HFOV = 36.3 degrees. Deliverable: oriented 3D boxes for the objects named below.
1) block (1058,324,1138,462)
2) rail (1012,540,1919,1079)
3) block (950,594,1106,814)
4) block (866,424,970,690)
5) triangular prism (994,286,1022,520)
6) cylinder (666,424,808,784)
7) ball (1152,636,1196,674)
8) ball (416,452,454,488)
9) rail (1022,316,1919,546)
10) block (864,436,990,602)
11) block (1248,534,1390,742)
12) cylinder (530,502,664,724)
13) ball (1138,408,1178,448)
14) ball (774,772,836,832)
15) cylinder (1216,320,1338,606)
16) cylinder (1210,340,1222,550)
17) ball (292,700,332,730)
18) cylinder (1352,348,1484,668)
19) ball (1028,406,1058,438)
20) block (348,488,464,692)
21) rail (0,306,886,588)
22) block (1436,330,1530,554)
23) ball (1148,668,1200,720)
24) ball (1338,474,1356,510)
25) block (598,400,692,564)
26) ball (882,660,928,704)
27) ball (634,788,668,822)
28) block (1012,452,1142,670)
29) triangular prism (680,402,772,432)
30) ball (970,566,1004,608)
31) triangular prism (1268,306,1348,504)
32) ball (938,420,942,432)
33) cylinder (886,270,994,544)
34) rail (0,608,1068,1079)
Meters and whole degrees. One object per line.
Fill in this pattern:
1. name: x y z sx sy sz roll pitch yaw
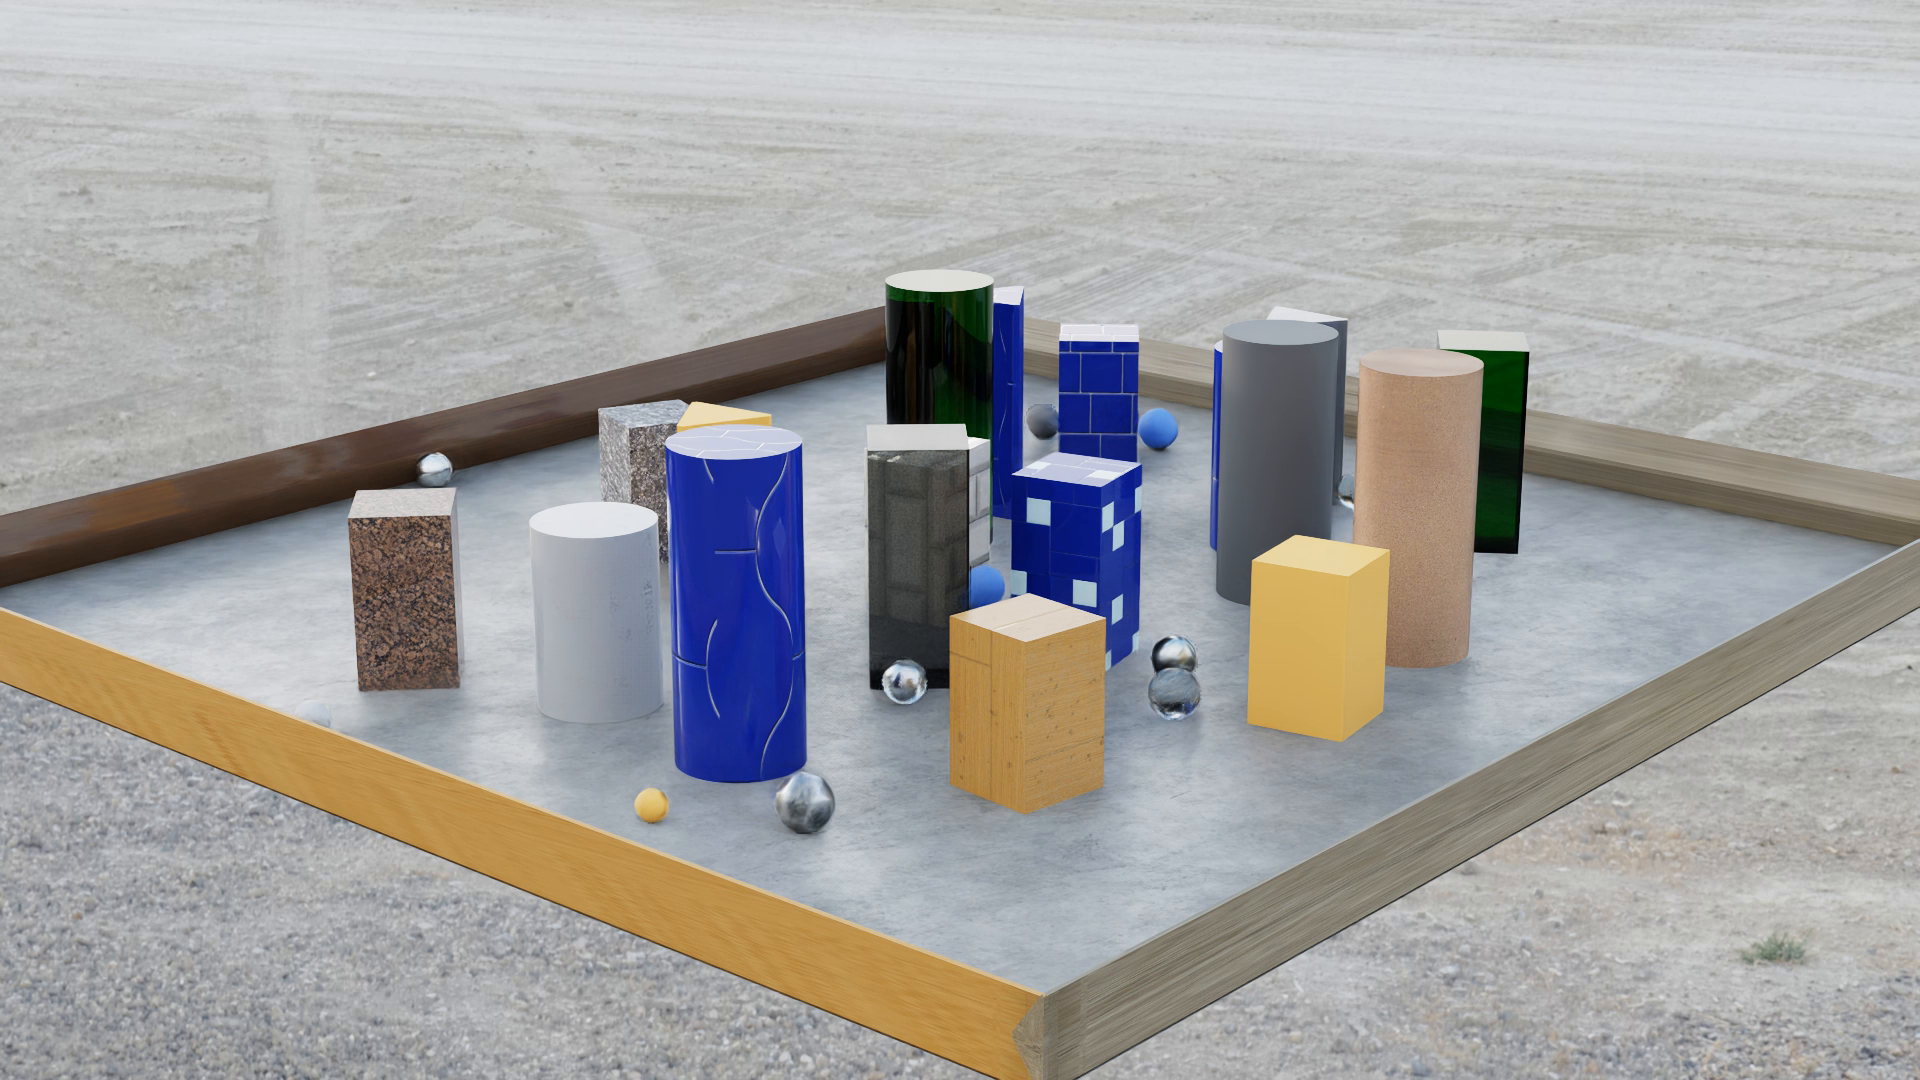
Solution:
1. block: 0.280 -0.288 5.937 0.158 0.271 0.158 1 17 3
2. rail: 0.966 0.274 4.317 0.045 0.128 2.714 14 22 39
3. block: 0.097 0.234 4.230 0.158 0.258 0.158 -15 22 -40
4. block: -0.068 0.026 4.685 0.158 0.394 0.158 -1 17 -2
5. triangular prism: 0.077 -0.270 5.624 0.171 0.417 0.148 11 20 33
6. cylinder: -0.326 0.092 4.299 0.198 0.489 0.198 0 17 0
7. ball: 0.343 0.189 4.699 0.073 0.073 0.073 0 17 0
8. ball: -1.036 -0.137 5.784 0.072 0.072 0.072 0 17 0
9. rail: 0.874 -0.258 6.084 2.606 0.128 0.045 14 22 39
10. block: -0.056 -0.032 5.081 0.158 0.276 0.158 10 19 29
11. block: 0.551 0.149 4.503 0.158 0.263 0.158 10 19 29
12. cylinder: -0.565 0.111 4.566 0.198 0.298 0.198 0 17 0
13. ball: 0.412 -0.231 6.074 0.083 0.083 0.083 0 17 0
14. ball: -0.216 0.365 4.095 0.084 0.084 0.084 0 17 0
15. cylinder: 0.549 -0.134 5.090 0.198 0.465 0.198 0 17 0
16. cylinder: 0.560 -0.170 5.370 0.198 0.374 0.198 0 17 0
17. ball: -0.984 0.271 4.453 0.058 0.058 0.058 0 17 0
18. cylinder: 0.743 -0.053 4.787 0.198 0.486 0.198 0 17 0
19. ball: 0.176 -0.249 6.157 0.070 0.070 0.070 0 17 0
20. block: -0.884 0.078 4.695 0.158 0.287 0.158 -2 17 -6
21. rail: -0.966 -0.210 5.923 0.045 0.128 2.714 14 22 39
22. block: 0.952 -0.182 5.396 0.158 0.380 0.158 2 17 7
23. ball: 0.330 0.237 4.524 0.082 0.082 0.082 0 17 0
24. ball: 0.763 -0.093 5.641 0.070 0.070 0.070 0 17 0
25. block: -0.554 -0.105 5.354 0.158 0.259 0.158 -8 19 -26
26. ball: -0.086 0.222 4.594 0.070 0.070 0.070 0 17 0
27. ball: -0.435 0.373 4.132 0.047 0.047 0.047 0 17 0
28. block: 0.190 0.037 4.780 0.158 0.317 0.158 9 19 26
29. triangular prism: -0.437 -0.076 5.163 0.171 0.312 0.148 -8 19 -25
30. ball: 0.039 0.084 5.044 0.076 0.076 0.076 0 17 0
31. triangular prism: 0.636 -0.258 5.675 0.171 0.366 0.148 -5 17 -16
32. ball: -0.011 -0.229 6.089 0.071 0.071 0.071 0 17 0
33. cylinder: -0.037 -0.236 5.385 0.198 0.491 0.198 0 17 0
34. rail: -0.874 0.323 4.156 2.606 0.128 0.045 14 22 39
